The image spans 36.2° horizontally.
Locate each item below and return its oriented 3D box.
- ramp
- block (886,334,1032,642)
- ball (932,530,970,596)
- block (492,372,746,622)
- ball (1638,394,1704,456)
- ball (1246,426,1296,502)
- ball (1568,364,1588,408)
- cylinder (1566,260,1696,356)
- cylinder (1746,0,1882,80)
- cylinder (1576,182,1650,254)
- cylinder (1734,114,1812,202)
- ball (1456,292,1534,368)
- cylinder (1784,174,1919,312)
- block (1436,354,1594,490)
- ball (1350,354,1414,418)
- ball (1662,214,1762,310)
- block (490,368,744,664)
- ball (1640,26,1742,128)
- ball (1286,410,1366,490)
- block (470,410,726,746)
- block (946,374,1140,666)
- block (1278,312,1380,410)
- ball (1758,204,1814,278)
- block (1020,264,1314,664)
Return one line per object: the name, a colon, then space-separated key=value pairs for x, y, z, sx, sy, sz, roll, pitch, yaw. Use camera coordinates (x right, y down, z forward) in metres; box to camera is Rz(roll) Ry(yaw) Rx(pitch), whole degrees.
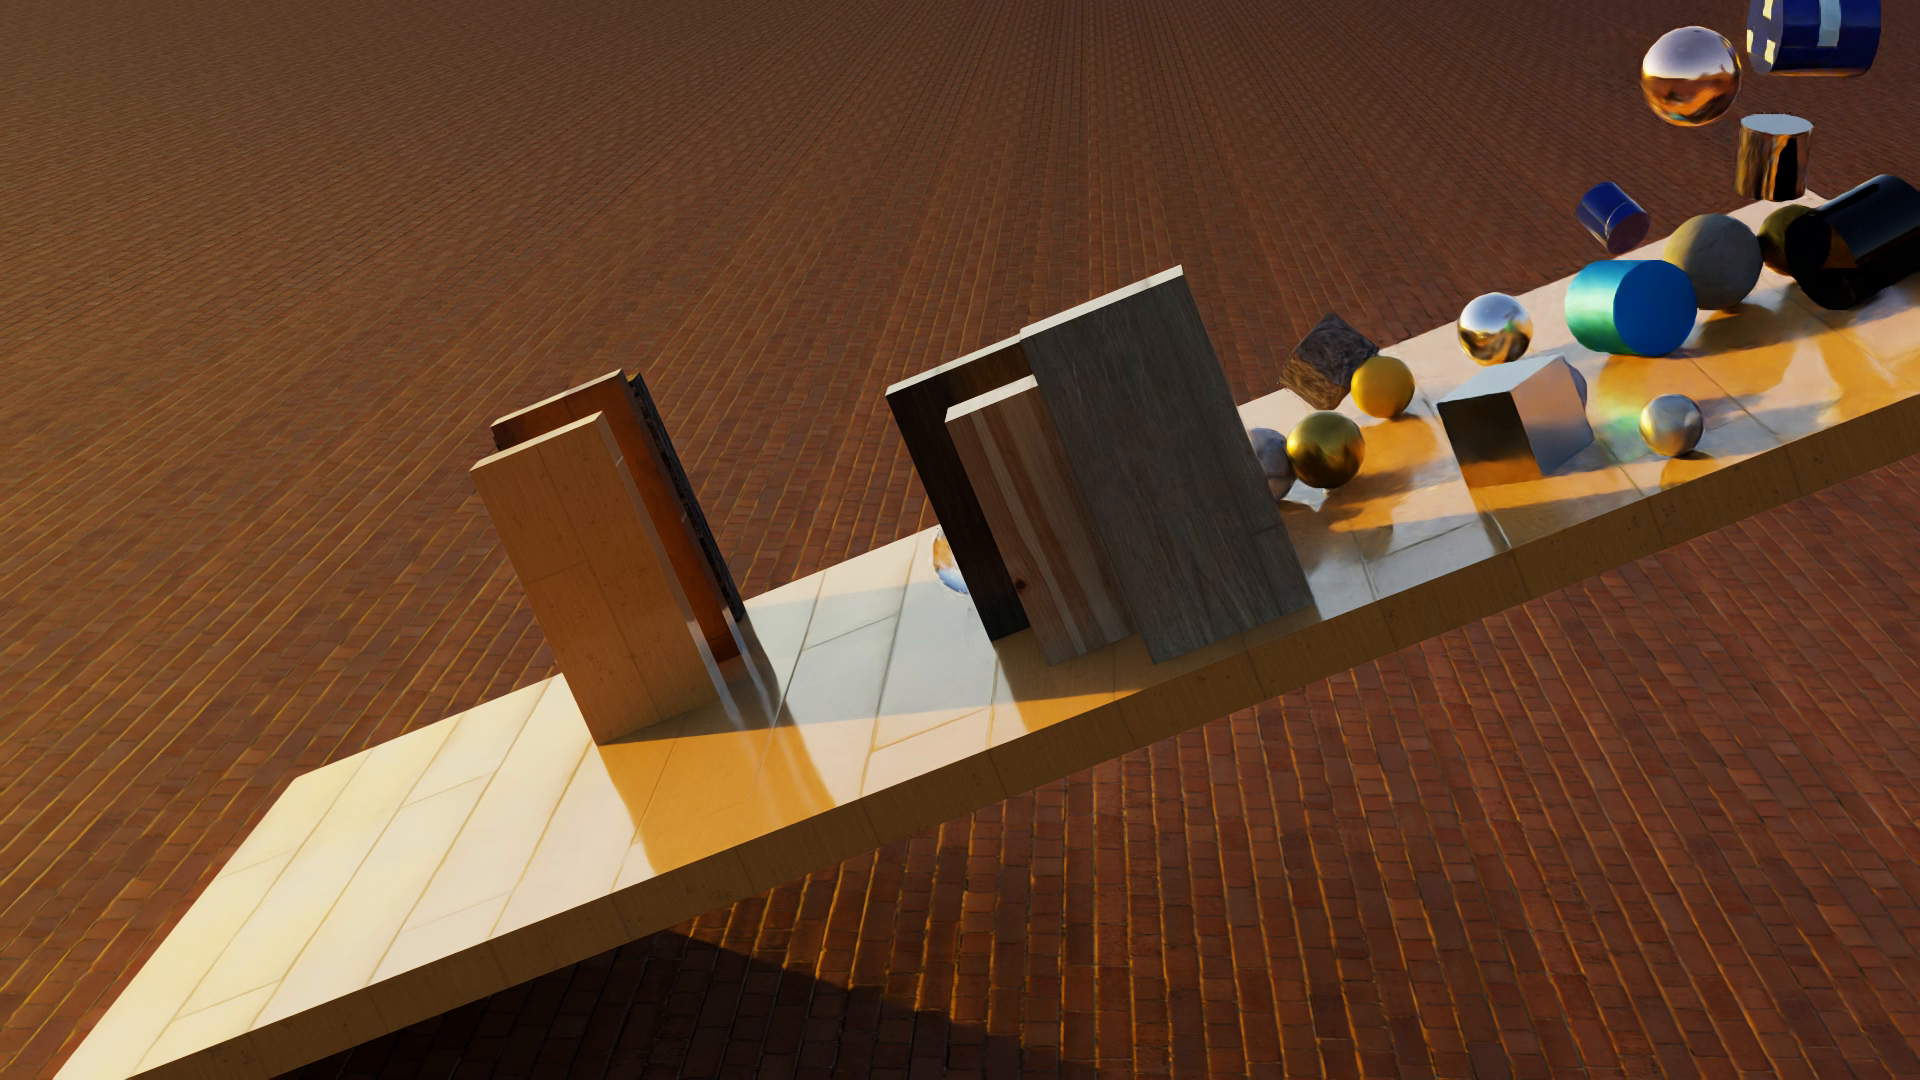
ramp: x=0.126 y=0.172 z=6.288 sx=4.000 sy=0.100 sz=2.000 roll=-21 pitch=12 yaw=8
block: x=0.155 y=-0.129 z=5.969 sx=0.427 sy=0.554 sz=0.092 roll=-21 pitch=12 yaw=8
ball: x=0.028 y=0.032 z=6.405 sx=0.178 sy=0.178 sz=0.178 roll=0 pitch=14 yaw=0
block: x=-0.826 y=-0.039 z=7.157 sx=0.372 sy=0.643 sz=0.108 roll=-21 pitch=12 yaw=8
ball: x=1.281 y=-0.207 z=5.298 sx=0.114 sy=0.114 sz=0.114 roll=0 pitch=14 yaw=0
ball: x=0.622 y=-0.152 z=6.137 sx=0.167 sy=0.167 sz=0.167 roll=0 pitch=14 yaw=0
ball: x=1.157 y=-0.284 z=5.728 sx=0.129 sy=0.129 sz=0.129 roll=0 pitch=14 yaw=0
cylinder: x=1.387 y=-0.482 z=6.087 sx=0.195 sy=0.195 sz=0.195 roll=-4 pitch=7 yaw=-17
cylinder: x=1.724 y=-1.039 z=5.945 sx=0.201 sy=0.201 sz=0.201 roll=-7 pitch=15 yaw=-8
cylinder: x=1.418 y=-0.700 z=6.387 sx=0.113 sy=0.113 sz=0.113 roll=-9 pitch=46 yaw=-31
cylinder: x=1.650 y=-0.777 z=5.969 sx=0.141 sy=0.141 sz=0.141 roll=-1 pitch=25 yaw=0
ball: x=1.173 y=-0.460 z=6.452 sx=0.165 sy=0.165 sz=0.165 roll=0 pitch=14 yaw=0
cylinder: x=1.777 y=-0.586 z=5.803 sx=0.204 sy=0.204 sz=0.204 roll=-27 pitch=23 yaw=-18
block: x=1.061 y=-0.226 z=5.619 sx=0.182 sy=0.182 sz=0.182 roll=-33 pitch=15 yaw=-38
ball: x=0.925 y=-0.335 z=6.434 sx=0.140 sy=0.140 sz=0.140 roll=0 pitch=14 yaw=0
ball: x=1.574 y=-0.582 z=6.154 sx=0.203 sy=0.203 sz=0.203 roll=0 pitch=14 yaw=0
block: x=-0.786 y=-0.007 z=6.794 sx=0.316 sy=0.709 sz=0.086 roll=-21 pitch=12 yaw=8
ball: x=1.460 y=-0.925 z=5.876 sx=0.199 sy=0.199 sz=0.199 roll=0 pitch=14 yaw=0
ball: x=0.749 y=-0.185 z=6.034 sx=0.163 sy=0.163 sz=0.163 roll=0 pitch=14 yaw=0
block: x=-0.795 y=0.087 z=6.488 sx=0.301 sy=0.676 sz=0.105 roll=-21 pitch=12 yaw=8
block: x=0.192 y=-0.052 z=5.656 sx=0.257 sy=0.519 sz=0.134 roll=-21 pitch=12 yaw=8
block: x=0.825 y=-0.393 z=6.580 sx=0.141 sy=0.141 sz=0.141 roll=38 pitch=66 yaw=8
ball: x=1.745 y=-0.625 z=6.152 sx=0.151 sy=0.151 sz=0.151 roll=0 pitch=14 yaw=0
block: x=0.378 y=-0.135 z=5.357 sx=0.314 sy=0.652 sz=0.114 roll=-21 pitch=12 yaw=8
